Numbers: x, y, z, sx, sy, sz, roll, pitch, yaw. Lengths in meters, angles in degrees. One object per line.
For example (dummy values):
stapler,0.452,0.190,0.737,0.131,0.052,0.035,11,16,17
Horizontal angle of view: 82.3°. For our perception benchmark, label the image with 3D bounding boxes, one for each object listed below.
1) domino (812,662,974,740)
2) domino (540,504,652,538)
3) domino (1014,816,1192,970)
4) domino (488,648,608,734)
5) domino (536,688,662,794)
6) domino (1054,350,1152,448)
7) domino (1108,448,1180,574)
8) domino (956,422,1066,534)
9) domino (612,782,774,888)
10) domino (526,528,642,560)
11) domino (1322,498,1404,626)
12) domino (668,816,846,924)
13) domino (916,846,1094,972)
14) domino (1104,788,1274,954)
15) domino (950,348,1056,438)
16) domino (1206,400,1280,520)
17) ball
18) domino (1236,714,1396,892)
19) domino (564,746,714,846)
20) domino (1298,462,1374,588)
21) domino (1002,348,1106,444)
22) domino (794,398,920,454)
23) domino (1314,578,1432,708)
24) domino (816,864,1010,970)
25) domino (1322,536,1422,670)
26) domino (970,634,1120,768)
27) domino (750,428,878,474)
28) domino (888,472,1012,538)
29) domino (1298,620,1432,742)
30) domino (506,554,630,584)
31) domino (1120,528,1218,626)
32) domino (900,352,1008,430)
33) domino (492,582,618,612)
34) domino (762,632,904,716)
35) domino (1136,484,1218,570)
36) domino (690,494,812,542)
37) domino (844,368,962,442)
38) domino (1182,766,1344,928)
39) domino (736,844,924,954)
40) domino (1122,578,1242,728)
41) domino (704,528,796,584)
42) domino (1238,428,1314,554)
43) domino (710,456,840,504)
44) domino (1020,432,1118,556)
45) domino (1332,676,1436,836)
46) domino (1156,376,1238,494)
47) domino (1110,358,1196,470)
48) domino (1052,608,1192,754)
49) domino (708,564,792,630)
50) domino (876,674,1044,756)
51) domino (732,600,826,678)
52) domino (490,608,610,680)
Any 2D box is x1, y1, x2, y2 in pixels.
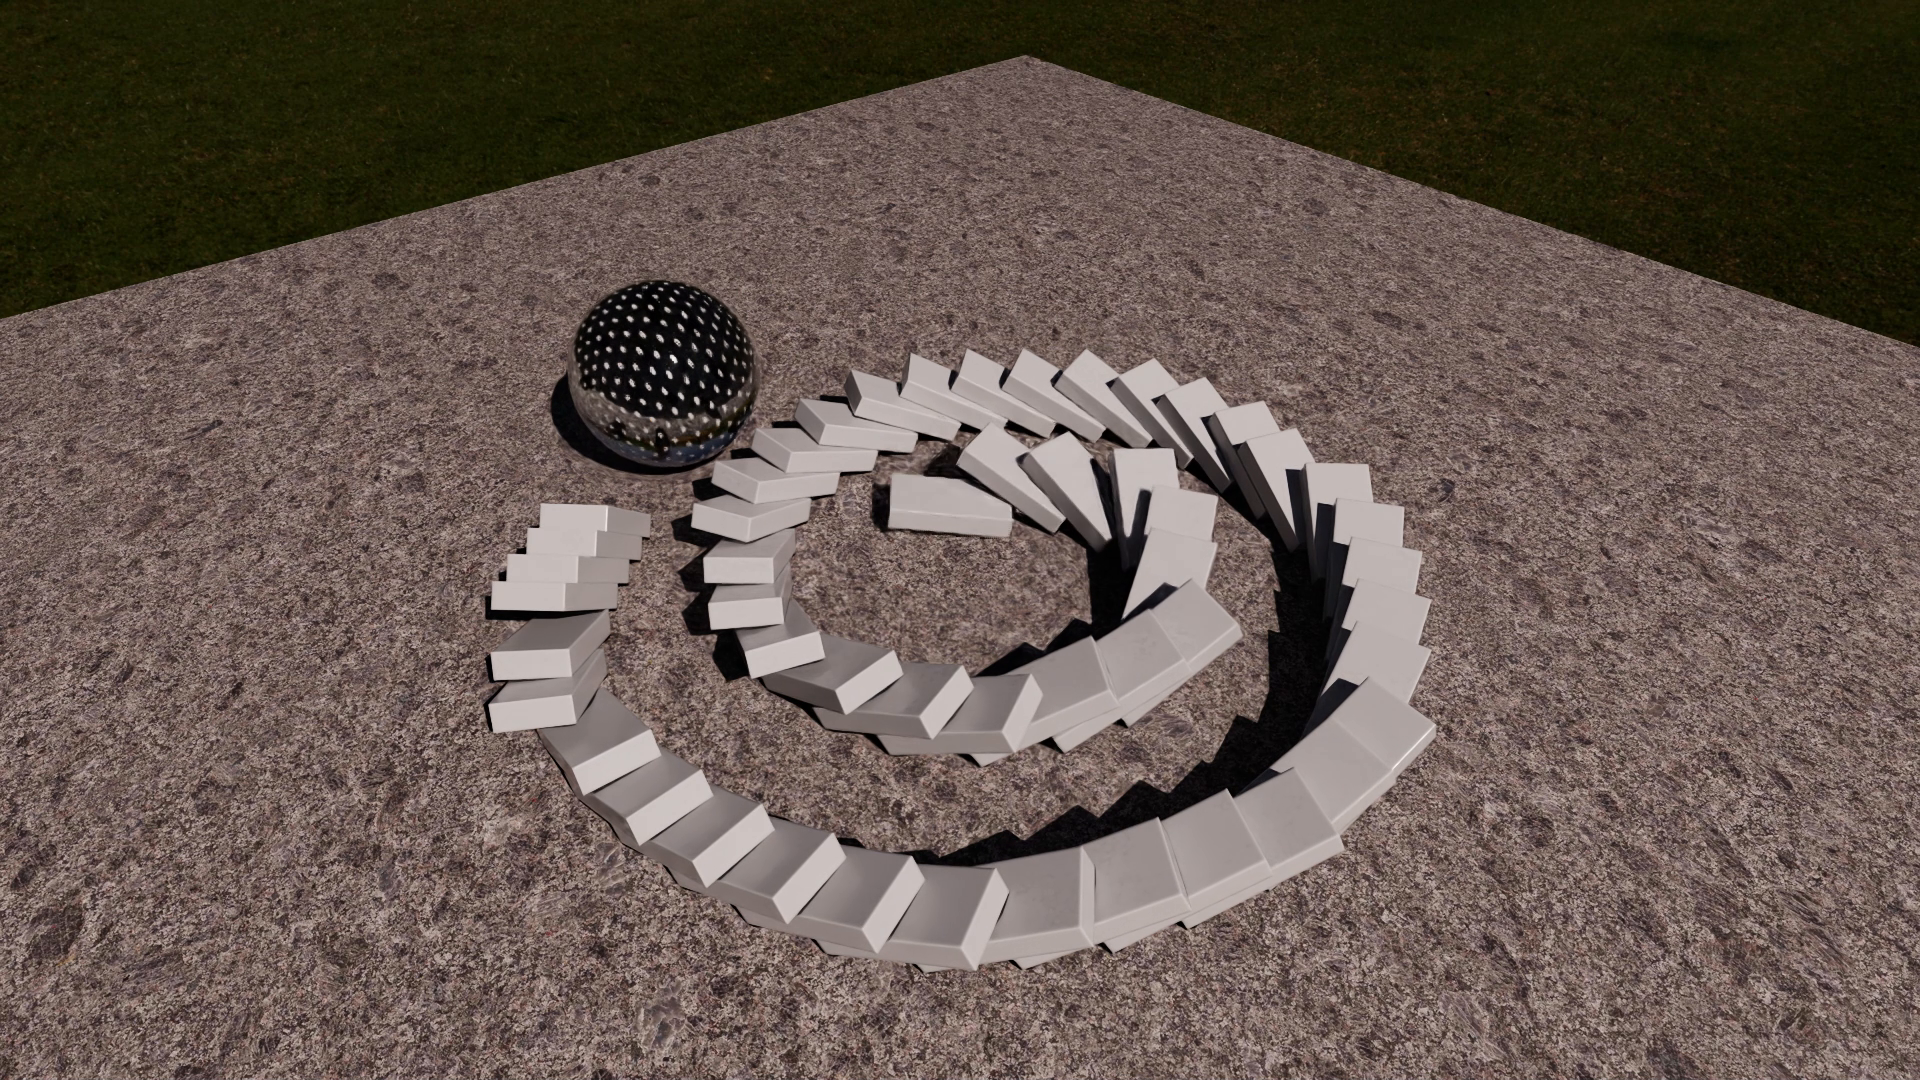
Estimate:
domino,-0.023,0.052,0.362,0.050,0.009,0.025,-3,32,41
domino,-0.141,-0.007,0.428,0.025,0.009,0.050,2,-2,2
domino,0.037,0.099,0.307,0.050,0.010,0.025,-23,39,10
domino,-0.136,0.049,0.366,0.025,0.010,0.050,-6,12,-6
domino,-0.117,0.063,0.351,0.025,0.010,0.050,-26,22,-28
domino,0.070,-0.064,0.505,0.050,0.010,0.025,39,48,4
domino,0.075,-0.012,0.437,0.025,0.009,0.050,-1,70,-8
domino,0.026,-0.026,0.459,0.050,0.010,0.025,36,44,5
domino,-0.080,0.084,0.325,0.050,0.010,0.025,4,32,46
domino,-0.141,0.002,0.417,0.025,0.009,0.050,2,-2,2
domino,0.152,0.010,0.415,0.025,0.009,0.050,9,65,10
domino,-0.059,0.092,0.316,0.050,0.010,0.025,0,32,41
domino,0.012,0.102,0.303,0.050,0.010,0.025,-17,35,20
domino,0.060,0.094,0.313,0.050,0.010,0.025,-28,41,5
domino,0.022,-0.068,0.511,0.050,0.009,0.025,25,39,-9
domino,0.128,-0.034,0.470,0.025,0.010,0.050,-14,66,-17
ball,-0.127,-0.071,0.475,0.080,0.080,0.080,0,39,0
domino,0.103,0.079,0.331,0.050,0.010,0.025,-39,48,-5
domino,-0.099,0.075,0.337,0.025,0.009,0.050,-32,24,-32
domino,0.150,-0.006,0.434,0.025,0.010,0.050,1,65,1
domino,0.046,-0.067,0.509,0.050,0.009,0.025,30,42,-4
domino,-0.046,-0.051,0.489,0.050,0.009,0.025,2,31,-41
domino,0.142,0.040,0.379,0.025,0.009,0.050,18,68,21
domino,-0.014,0.102,0.302,0.050,0.009,0.025,-8,33,32
domino,0.149,0.025,0.397,0.025,0.009,0.050,13,66,16
domino,0.025,0.053,0.362,0.050,0.010,0.025,-26,39,11
domino,-0.062,-0.039,0.475,0.025,0.010,0.050,33,24,34
domino,-0.004,-0.015,0.456,0.050,0.009,0.025,5,39,-5
domino,0.133,0.054,0.362,0.025,0.009,0.050,23,70,26
domino,-0.143,0.011,0.405,0.025,0.009,0.050,1,-2,3
domino,0.075,0.022,0.400,0.025,0.009,0.050,15,68,17
domino,-0.002,-0.067,0.509,0.050,0.010,0.025,21,37,-15
domino,-0.144,0.020,0.394,0.025,0.009,0.050,1,-2,3
domino,-0.045,0.044,0.373,0.025,0.009,0.050,-33,23,-33
domino,0.081,0.005,0.419,0.025,0.009,0.050,11,68,9
domino,-0.083,-0.011,0.440,0.025,0.010,0.050,14,15,17
domino,-0.026,-0.061,0.502,0.050,0.009,0.025,12,33,-28
domino,0.082,0.089,0.319,0.050,0.010,0.025,-28,42,4
domino,-0.037,0.098,0.308,0.050,0.009,0.025,-4,32,37
domino,0.069,0.038,0.378,0.050,0.010,0.025,-38,50,-1
domino,-0.079,0.005,0.420,0.025,0.010,0.050,1,13,1
domino,0.137,-0.021,0.453,0.025,0.010,0.050,-14,66,-16
domino,-0.076,-0.026,0.458,0.025,0.009,0.050,24,20,28
domino,0.051,-0.020,0.451,0.025,0.010,0.050,-28,70,-35
domino,0.121,0.069,0.343,0.050,0.009,0.025,-42,51,-8
domino,0.111,-0.047,0.484,0.025,0.010,0.050,-23,70,-26
domino,0.094,-0.057,0.497,0.025,0.010,0.050,-29,73,-32
domino,0.049,0.047,0.368,0.050,0.009,0.025,-33,45,3
domino,-0.076,0.020,0.402,0.025,0.010,0.050,-4,13,-4
domino,0.000,0.057,0.356,0.050,0.009,0.025,-9,33,35
domino,-0.065,0.034,0.384,0.025,0.009,0.050,-15,14,-15
domino,-0.141,0.036,0.383,0.025,0.009,0.050,-2,12,-3
